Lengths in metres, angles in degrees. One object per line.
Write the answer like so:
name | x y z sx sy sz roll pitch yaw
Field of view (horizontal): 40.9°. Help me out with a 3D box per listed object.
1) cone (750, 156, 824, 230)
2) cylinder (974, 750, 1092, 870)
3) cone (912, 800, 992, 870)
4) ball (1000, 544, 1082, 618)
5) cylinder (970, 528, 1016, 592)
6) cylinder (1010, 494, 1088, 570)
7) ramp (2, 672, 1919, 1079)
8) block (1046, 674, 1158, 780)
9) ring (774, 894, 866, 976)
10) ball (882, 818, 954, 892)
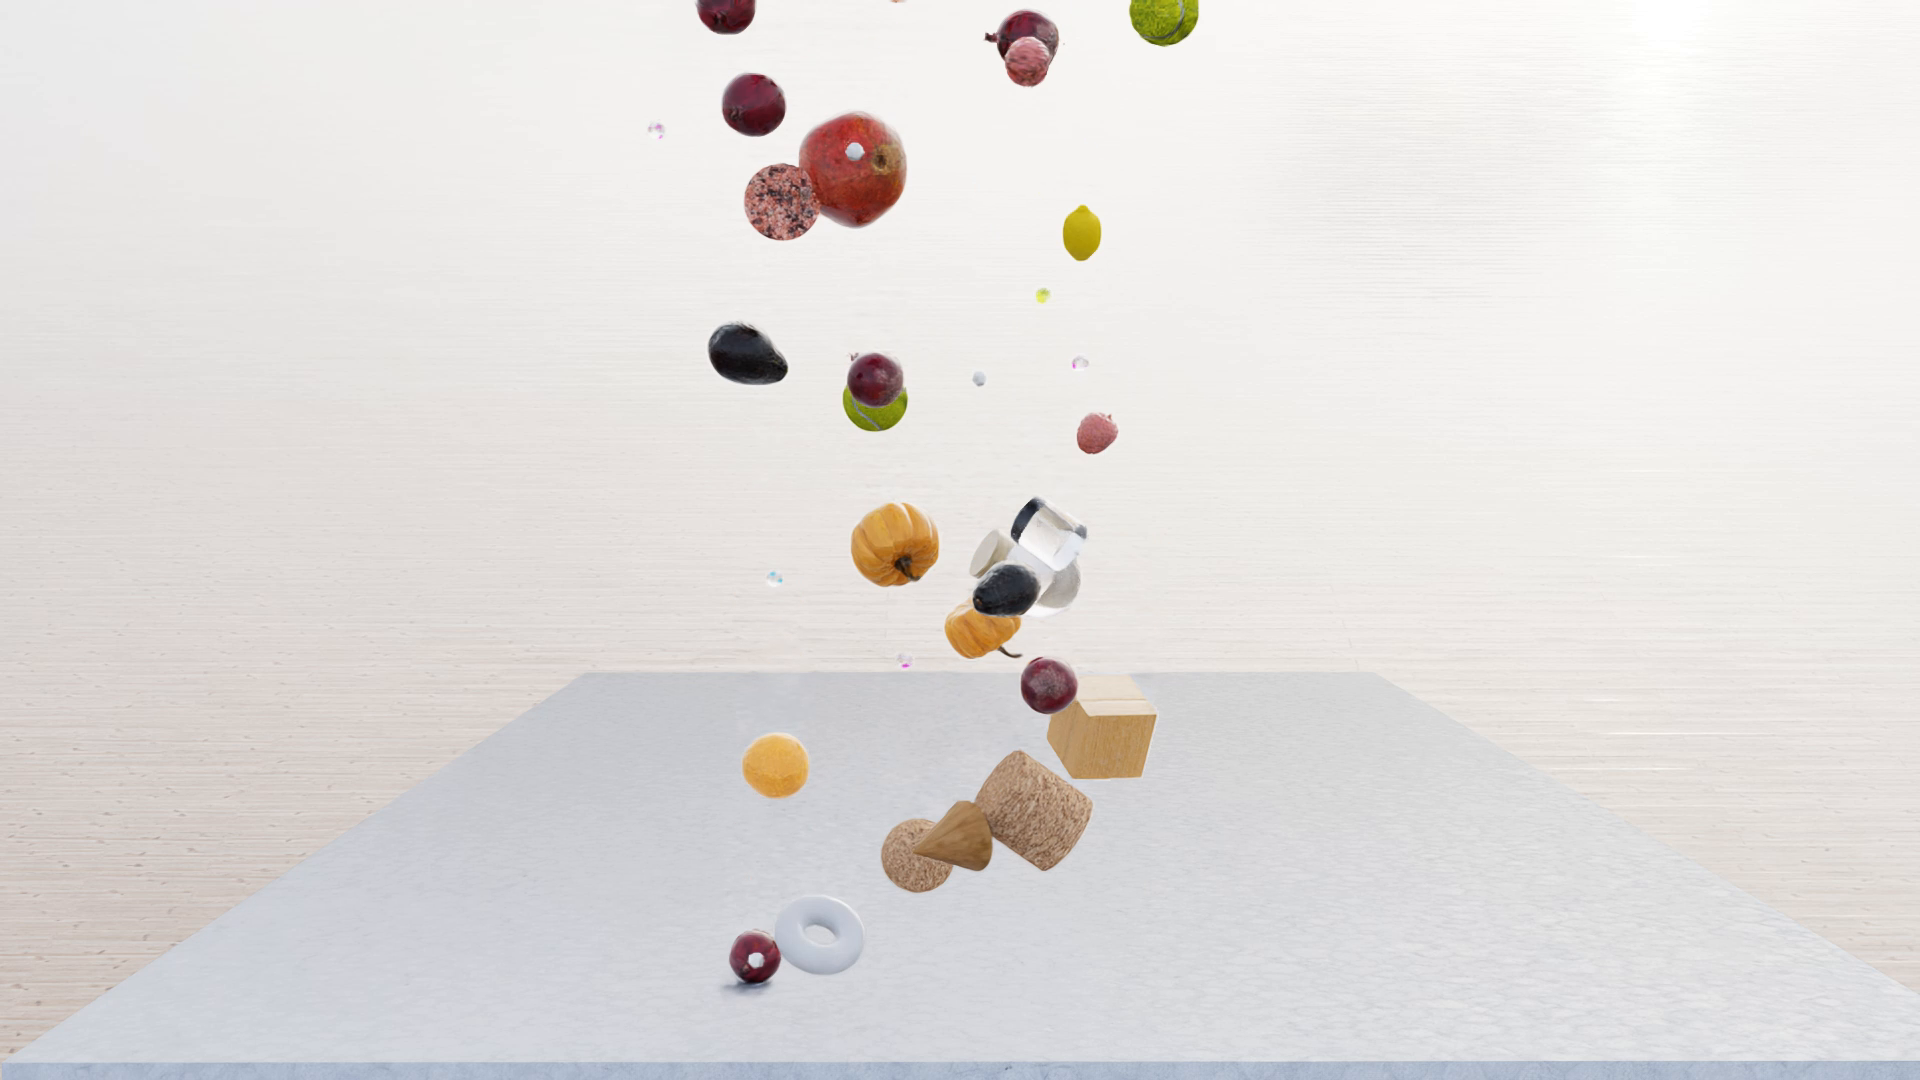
cone | -0.181 -0.335 2.570 0.076 0.076 0.076 -8 -6 -18
cylinder | 0.078 0.294 2.801 0.095 0.095 0.095 36 19 -13
cone | -0.020 0.326 2.761 0.079 0.079 0.079 -12 25 -35
ball | 0.090 0.042 2.881 0.092 0.092 0.092 0 23 0
cylinder | 0.054 0.029 2.984 0.063 0.063 0.063 30 17 -17
cylinder | 0.097 -0.008 2.802 0.060 0.060 0.060 37 38 24
ramp | 0.052 0.475 4.536 2.000 0.100 4.000 0 3 0
block | 0.164 0.216 2.985 0.087 0.087 0.087 0 29 -22
ring | -0.146 0.411 2.681 0.097 0.032 0.097 10 41 -9
ball | -0.049 0.371 3.024 0.087 0.087 0.087 0 23 0
